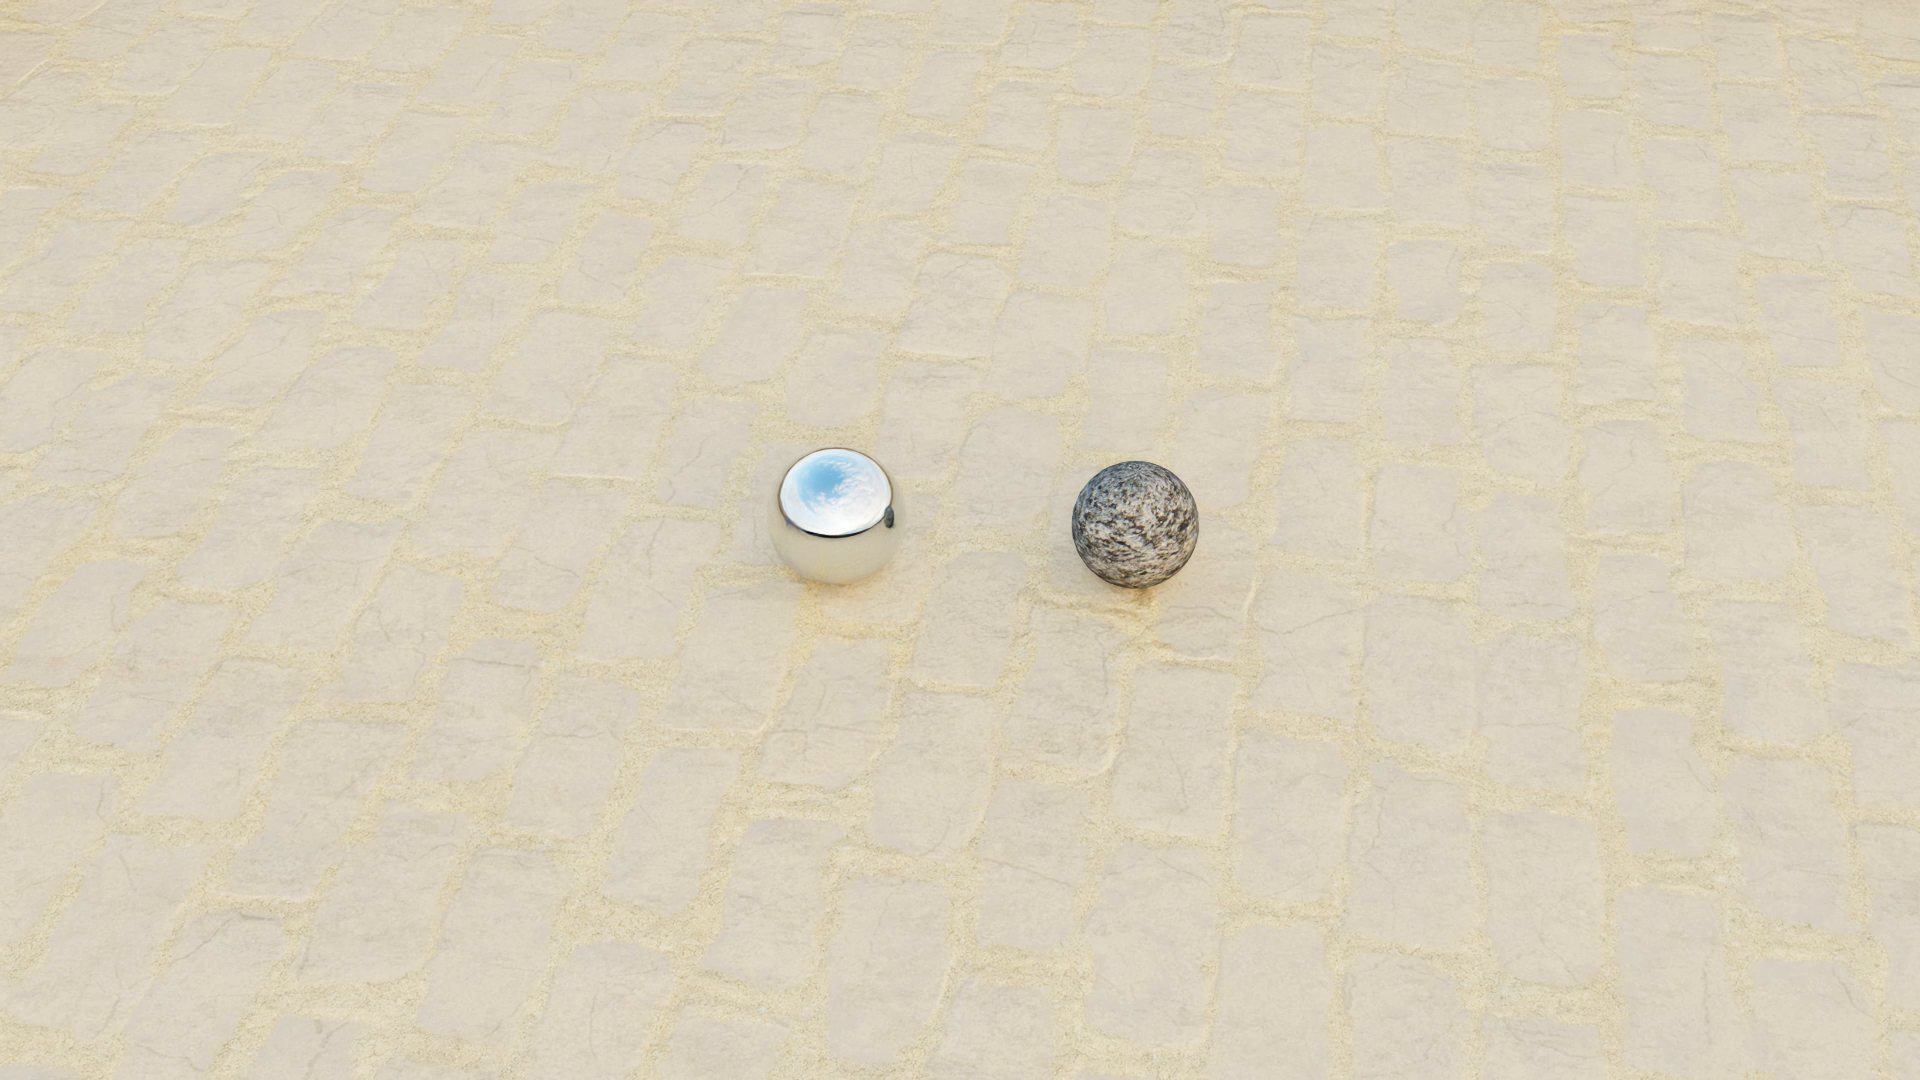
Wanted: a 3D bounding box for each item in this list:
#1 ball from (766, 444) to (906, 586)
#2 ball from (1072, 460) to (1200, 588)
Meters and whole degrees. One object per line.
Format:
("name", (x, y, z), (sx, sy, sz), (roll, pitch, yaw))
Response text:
("ball", (-0.081, -0.016, 1.674), (0.092, 0.092, 0.092), (0, 36, 0))
("ball", (0.114, -0.010, 1.673), (0.083, 0.083, 0.083), (0, 36, 0))
